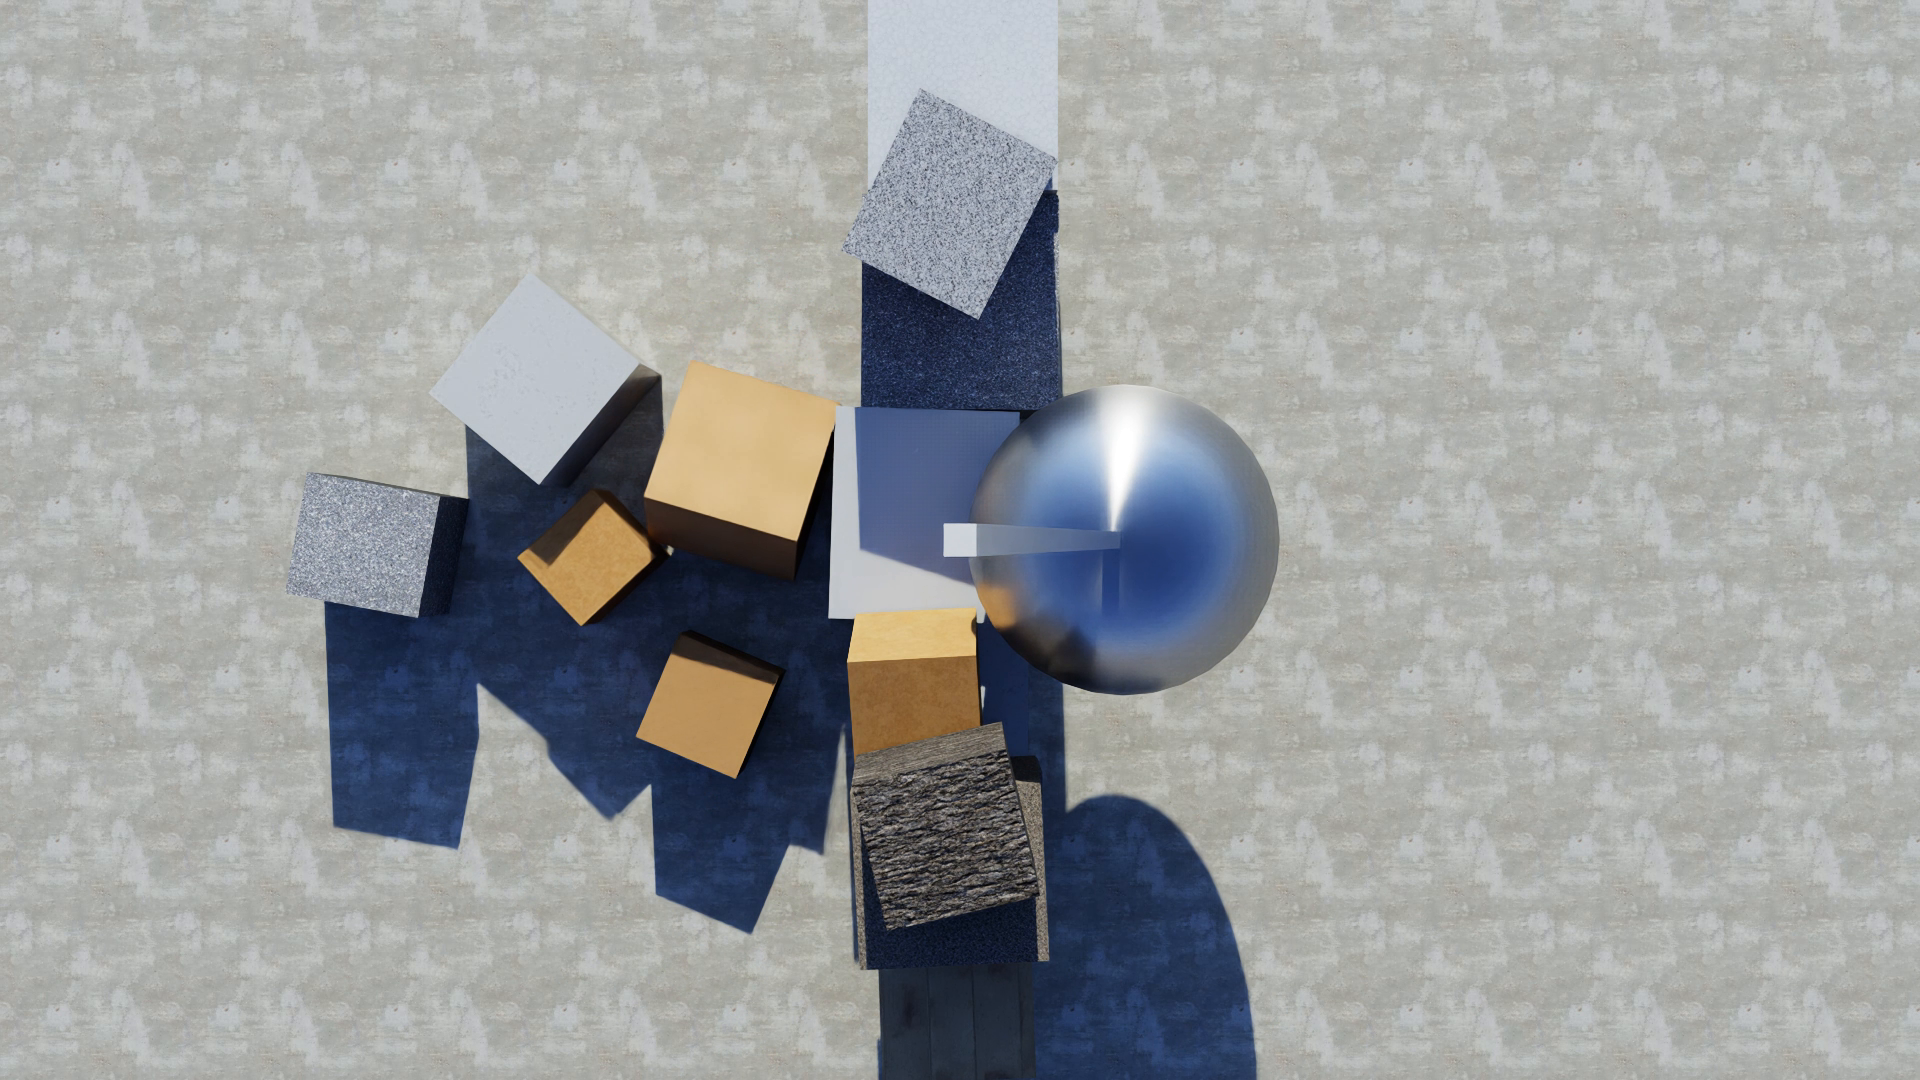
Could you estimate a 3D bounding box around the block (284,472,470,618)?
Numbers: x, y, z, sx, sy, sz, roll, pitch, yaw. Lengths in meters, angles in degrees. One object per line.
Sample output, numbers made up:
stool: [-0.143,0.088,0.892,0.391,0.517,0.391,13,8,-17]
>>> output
block: [-3.329,0.027,12.625,0.753,0.750,0.687,10,90,0]

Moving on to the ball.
ball: [0.836,0.000,11.297,1.600,1.600,1.600,0,90,0]

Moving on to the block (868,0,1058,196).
block: [0.015,-2.416,12.458,1.030,1.084,1.036,0,90,0]

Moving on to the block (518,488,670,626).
block: [-2.101,0.097,12.682,0.575,0.637,0.526,-43,90,0]

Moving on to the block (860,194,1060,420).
block: [0.001,-1.303,12.517,1.078,0.967,1.175,0,90,0]

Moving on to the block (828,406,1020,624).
block: [-0.194,-0.135,12.445,0.996,1.109,1.146,2,90,0]

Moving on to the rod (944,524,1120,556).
rod: [0.362,0.000,7.930,0.080,5.200,0.080,0,90,8]

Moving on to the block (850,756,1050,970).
block: [-0.051,1.697,11.687,0.976,0.849,0.924,-3,94,0]

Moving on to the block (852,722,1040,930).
block: [-0.070,1.405,10.893,0.758,0.659,0.741,-13,97,1]

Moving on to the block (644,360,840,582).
block: [-1.231,-0.382,12.504,0.873,0.754,0.852,16,71,0]

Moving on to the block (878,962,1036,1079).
block: [-0.019,2.557,12.546,0.846,0.909,0.837,-2,90,0]

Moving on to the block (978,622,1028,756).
block: [-0.013,0.864,12.542,0.776,0.916,0.816,0,90,0]

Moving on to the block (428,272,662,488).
block: [-2.347,-0.893,12.560,0.792,0.880,0.873,40,90,0]

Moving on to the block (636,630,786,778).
block: [-1.432,0.942,12.737,0.615,0.526,0.636,23,90,0]

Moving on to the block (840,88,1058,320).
block: [-0.053,-1.767,11.481,0.780,0.903,0.896,26,100,-5]

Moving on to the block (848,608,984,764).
block: [-0.221,0.825,11.569,0.651,0.826,0.698,-3,105,1]

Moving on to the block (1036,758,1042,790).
block: [0.013,1.685,12.570,0.881,0.861,0.807,0,90,0]
